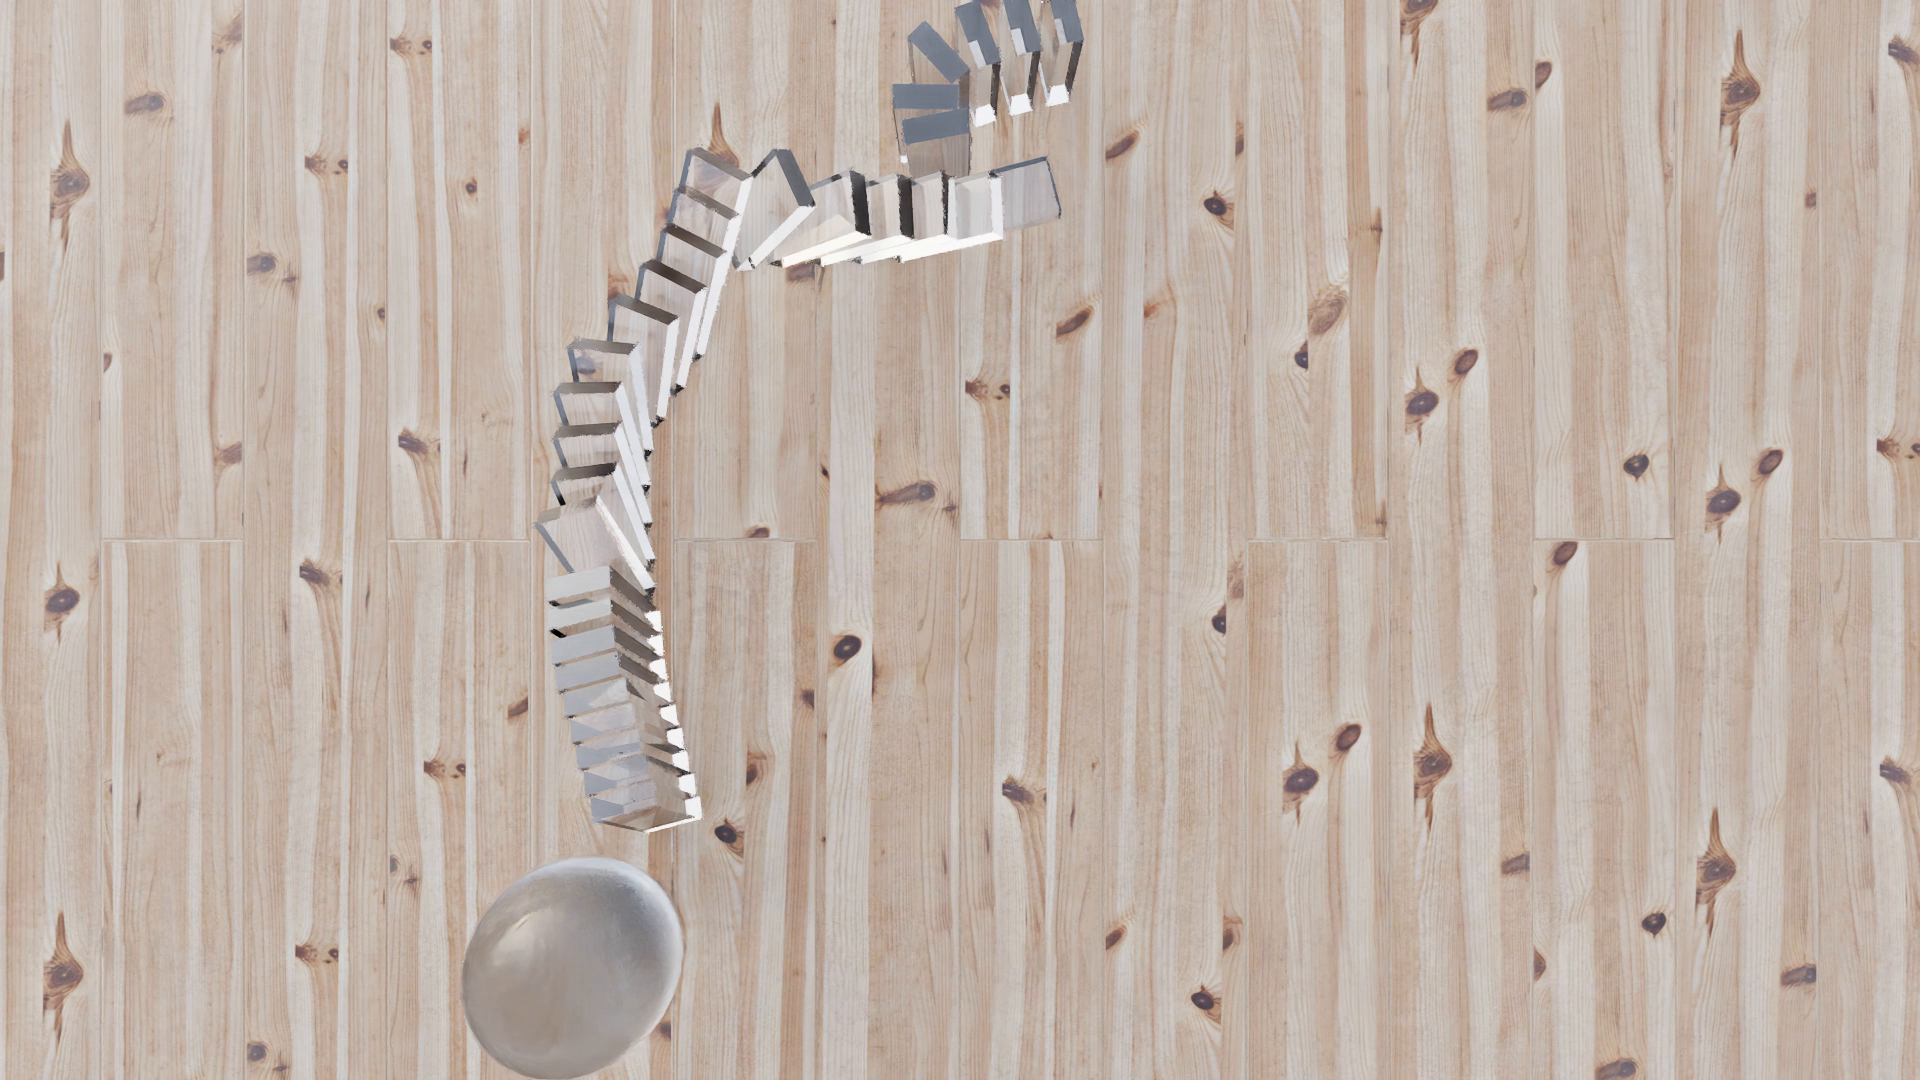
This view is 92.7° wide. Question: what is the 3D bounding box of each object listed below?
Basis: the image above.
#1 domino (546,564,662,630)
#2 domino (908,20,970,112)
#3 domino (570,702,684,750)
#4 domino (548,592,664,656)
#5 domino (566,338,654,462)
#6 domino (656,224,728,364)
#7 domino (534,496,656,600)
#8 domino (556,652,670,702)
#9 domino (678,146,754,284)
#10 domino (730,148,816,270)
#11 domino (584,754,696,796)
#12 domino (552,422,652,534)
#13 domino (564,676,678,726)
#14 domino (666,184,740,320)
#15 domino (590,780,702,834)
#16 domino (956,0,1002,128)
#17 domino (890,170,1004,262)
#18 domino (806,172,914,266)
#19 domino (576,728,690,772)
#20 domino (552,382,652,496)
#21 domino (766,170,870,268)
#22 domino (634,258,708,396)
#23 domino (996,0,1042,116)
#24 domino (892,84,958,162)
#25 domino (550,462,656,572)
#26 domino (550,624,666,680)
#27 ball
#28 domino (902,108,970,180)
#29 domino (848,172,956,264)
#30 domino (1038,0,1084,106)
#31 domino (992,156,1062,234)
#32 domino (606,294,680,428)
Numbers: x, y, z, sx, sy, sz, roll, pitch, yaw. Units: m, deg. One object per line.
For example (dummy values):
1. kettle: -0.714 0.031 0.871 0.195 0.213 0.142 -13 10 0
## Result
1. domino: -0.145 0.027 0.375 0.025 0.050 0.010 -13 64 0
2. domino: -0.008 -0.186 0.375 0.010 0.050 0.025 -43 90 0
3. domino: -0.135 0.080 0.375 0.025 0.050 0.009 -15 67 0
4. domino: -0.144 0.038 0.376 0.025 0.050 0.010 -15 64 0
5. domino: -0.144 -0.058 0.381 0.025 0.009 0.050 6 128 1
6. domino: -0.115 -0.102 0.381 0.025 0.010 0.050 27 127 0
7. domino: -0.150 0.007 0.380 0.025 0.010 0.050 -15 127 6
8. domino: -0.141 0.060 0.375 0.025 0.050 0.009 -15 67 0
9. domino: -0.106 -0.133 0.381 0.025 0.009 0.050 29 127 0
10. domino: -0.082 -0.136 0.380 0.050 0.009 0.025 -25 90 43
11. domino: -0.130 0.100 0.375 0.025 0.050 0.010 -15 67 0
12. domino: -0.148 -0.024 0.381 0.025 0.009 0.050 -4 127 0
13. domino: -0.138 0.070 0.375 0.025 0.050 0.009 -15 67 0
14. domino: -0.110 -0.118 0.381 0.025 0.009 0.050 29 127 0
15. domino: -0.127 0.110 0.375 0.025 0.050 0.010 -15 67 0
16. domino: 0.007 -0.193 0.375 0.010 0.050 0.025 -20 90 0
17. domino: -0.007 -0.135 0.384 0.050 0.009 0.025 -3 90 29
18. domino: -0.043 -0.133 0.382 0.050 0.009 0.025 -3 90 33
19. domino: -0.133 0.090 0.375 0.025 0.050 0.009 -15 67 0
20. domino: -0.148 -0.041 0.381 0.025 0.009 0.050 -1 127 2
21. domino: -0.061 -0.133 0.382 0.050 0.010 0.025 -6 90 34
22. domino: -0.123 -0.088 0.381 0.025 0.010 0.050 27 127 0
23. domino: 0.023 -0.198 0.375 0.010 0.050 0.025 -15 90 0
24. domino: -0.013 -0.169 0.375 0.025 0.050 0.009 1 90 0
25. domino: -0.148 -0.007 0.381 0.025 0.009 0.050 -7 127 0
26. domino: -0.143 0.050 0.375 0.025 0.050 0.010 -15 67 0
27. ball: -0.150 0.166 0.360 0.080 0.080 0.080 0 90 0
28. domino: -0.009 -0.158 0.375 0.025 0.050 0.009 -11 90 0
29. domino: -0.025 -0.134 0.382 0.050 0.010 0.025 -2 90 33
30. domino: 0.040 -0.202 0.375 0.009 0.050 0.025 -13 90 0
31. domino: 0.016 -0.146 0.395 0.050 0.009 0.025 -15 90 0
32. domino: -0.134 -0.074 0.381 0.025 0.009 0.050 22 126 0
